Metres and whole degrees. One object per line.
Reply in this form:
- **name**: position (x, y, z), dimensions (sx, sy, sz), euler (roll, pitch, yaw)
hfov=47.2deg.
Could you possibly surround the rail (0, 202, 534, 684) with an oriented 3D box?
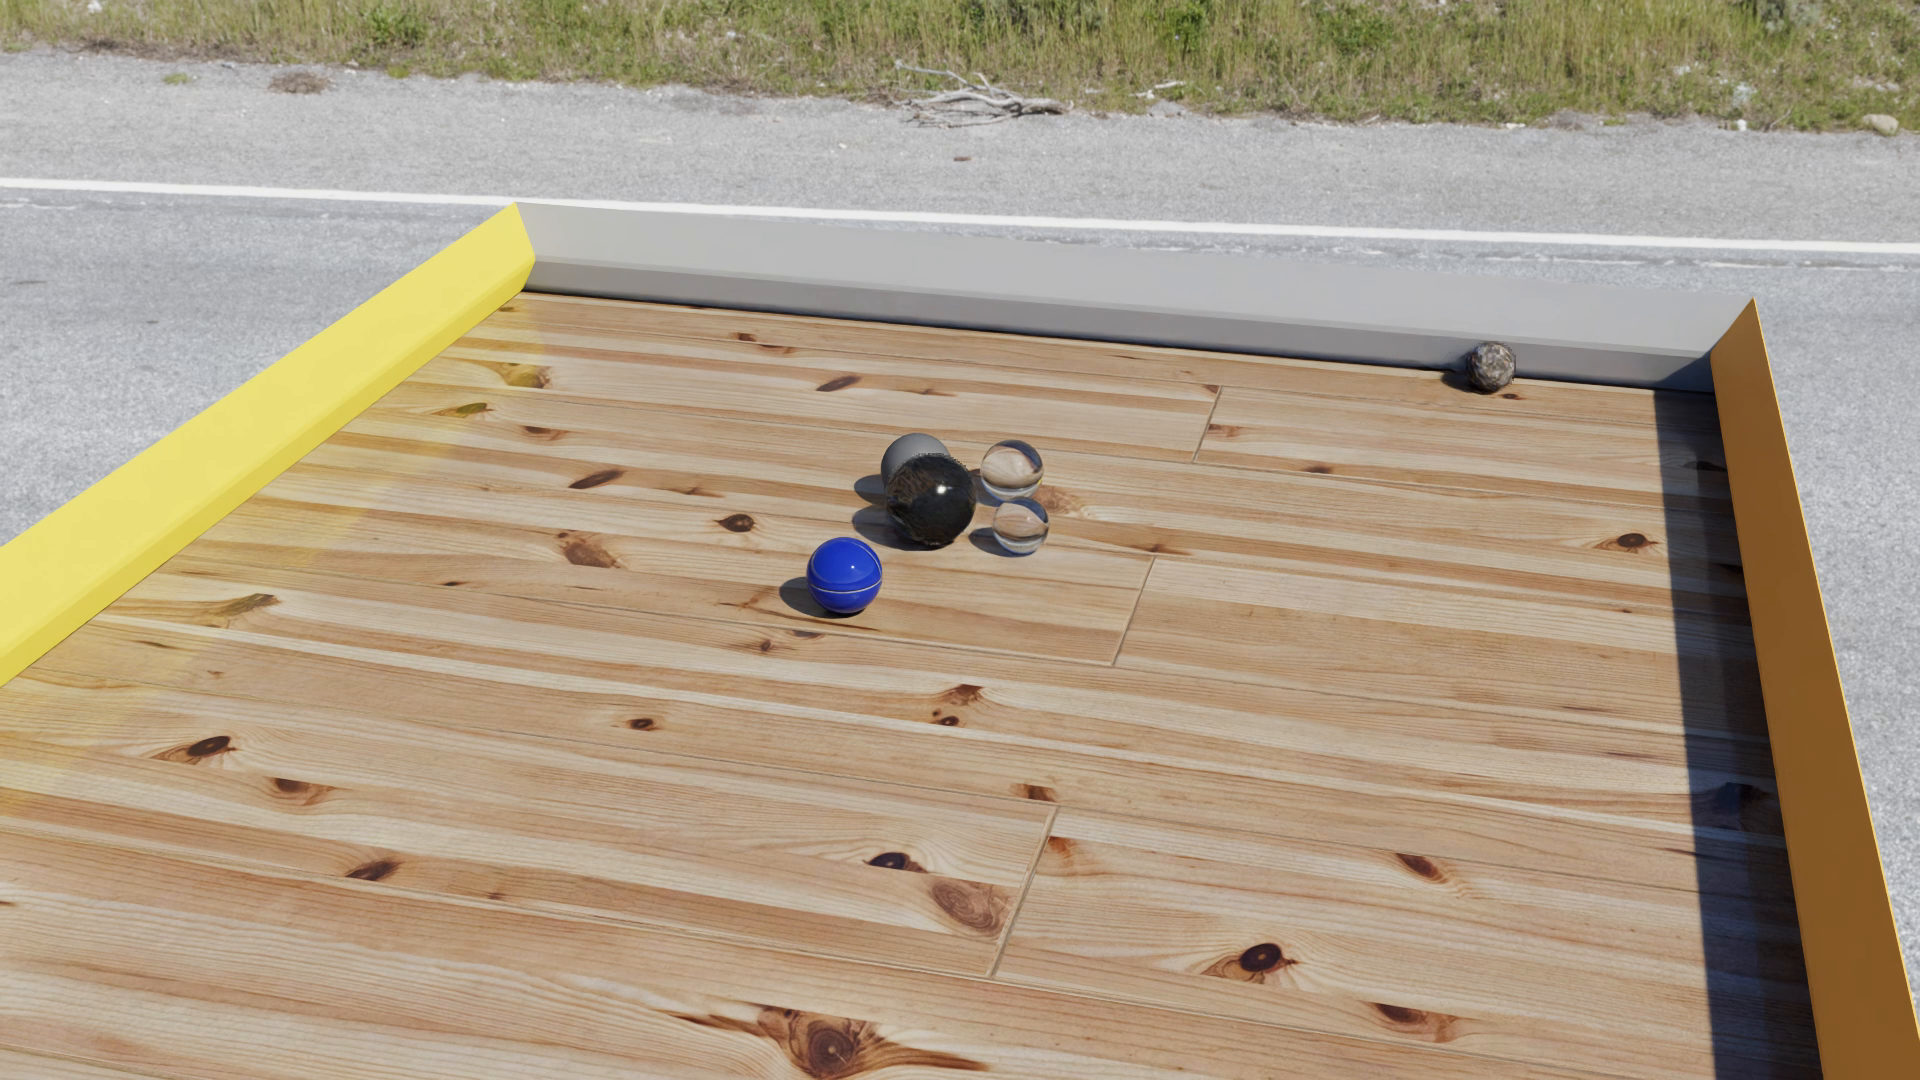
- **rail**: position (-0.940, 0.195, 1.783), dimensions (0.045, 0.125, 2.877), euler (6, 26, 13)

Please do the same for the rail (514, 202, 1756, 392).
- **rail**: position (0.170, -0.313, 2.848), dimensions (1.625, 0.125, 0.045), euler (6, 26, 13)

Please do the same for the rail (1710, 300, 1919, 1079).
- **rail**: position (0.590, 0.361, 1.436), dimensions (0.045, 0.125, 2.877), euler (6, 26, 13)

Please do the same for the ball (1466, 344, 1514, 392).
- **ball**: position (0.655, -0.214, 2.718), dimensions (0.059, 0.059, 0.059), euler (0, 26, 0)

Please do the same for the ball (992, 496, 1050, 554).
- **ball**: position (0.064, -0.016, 2.302), dimensions (0.061, 0.061, 0.061), euler (0, 26, 0)

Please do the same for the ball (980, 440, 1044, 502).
- **ball**: position (0.057, -0.075, 2.415), dimensions (0.071, 0.071, 0.071), euler (0, 26, 0)

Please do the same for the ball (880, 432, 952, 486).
- **ball**: position (-0.047, -0.077, 2.408), dimensions (0.080, 0.080, 0.080), euler (0, 26, 0)

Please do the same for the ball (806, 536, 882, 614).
- **ball**: position (-0.115, 0.035, 2.177), dimensions (0.077, 0.077, 0.077), euler (0, 26, 0)

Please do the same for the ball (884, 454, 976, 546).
- **ball**: position (-0.031, -0.042, 2.316), dimensions (0.096, 0.096, 0.096), euler (0, 26, 0)
